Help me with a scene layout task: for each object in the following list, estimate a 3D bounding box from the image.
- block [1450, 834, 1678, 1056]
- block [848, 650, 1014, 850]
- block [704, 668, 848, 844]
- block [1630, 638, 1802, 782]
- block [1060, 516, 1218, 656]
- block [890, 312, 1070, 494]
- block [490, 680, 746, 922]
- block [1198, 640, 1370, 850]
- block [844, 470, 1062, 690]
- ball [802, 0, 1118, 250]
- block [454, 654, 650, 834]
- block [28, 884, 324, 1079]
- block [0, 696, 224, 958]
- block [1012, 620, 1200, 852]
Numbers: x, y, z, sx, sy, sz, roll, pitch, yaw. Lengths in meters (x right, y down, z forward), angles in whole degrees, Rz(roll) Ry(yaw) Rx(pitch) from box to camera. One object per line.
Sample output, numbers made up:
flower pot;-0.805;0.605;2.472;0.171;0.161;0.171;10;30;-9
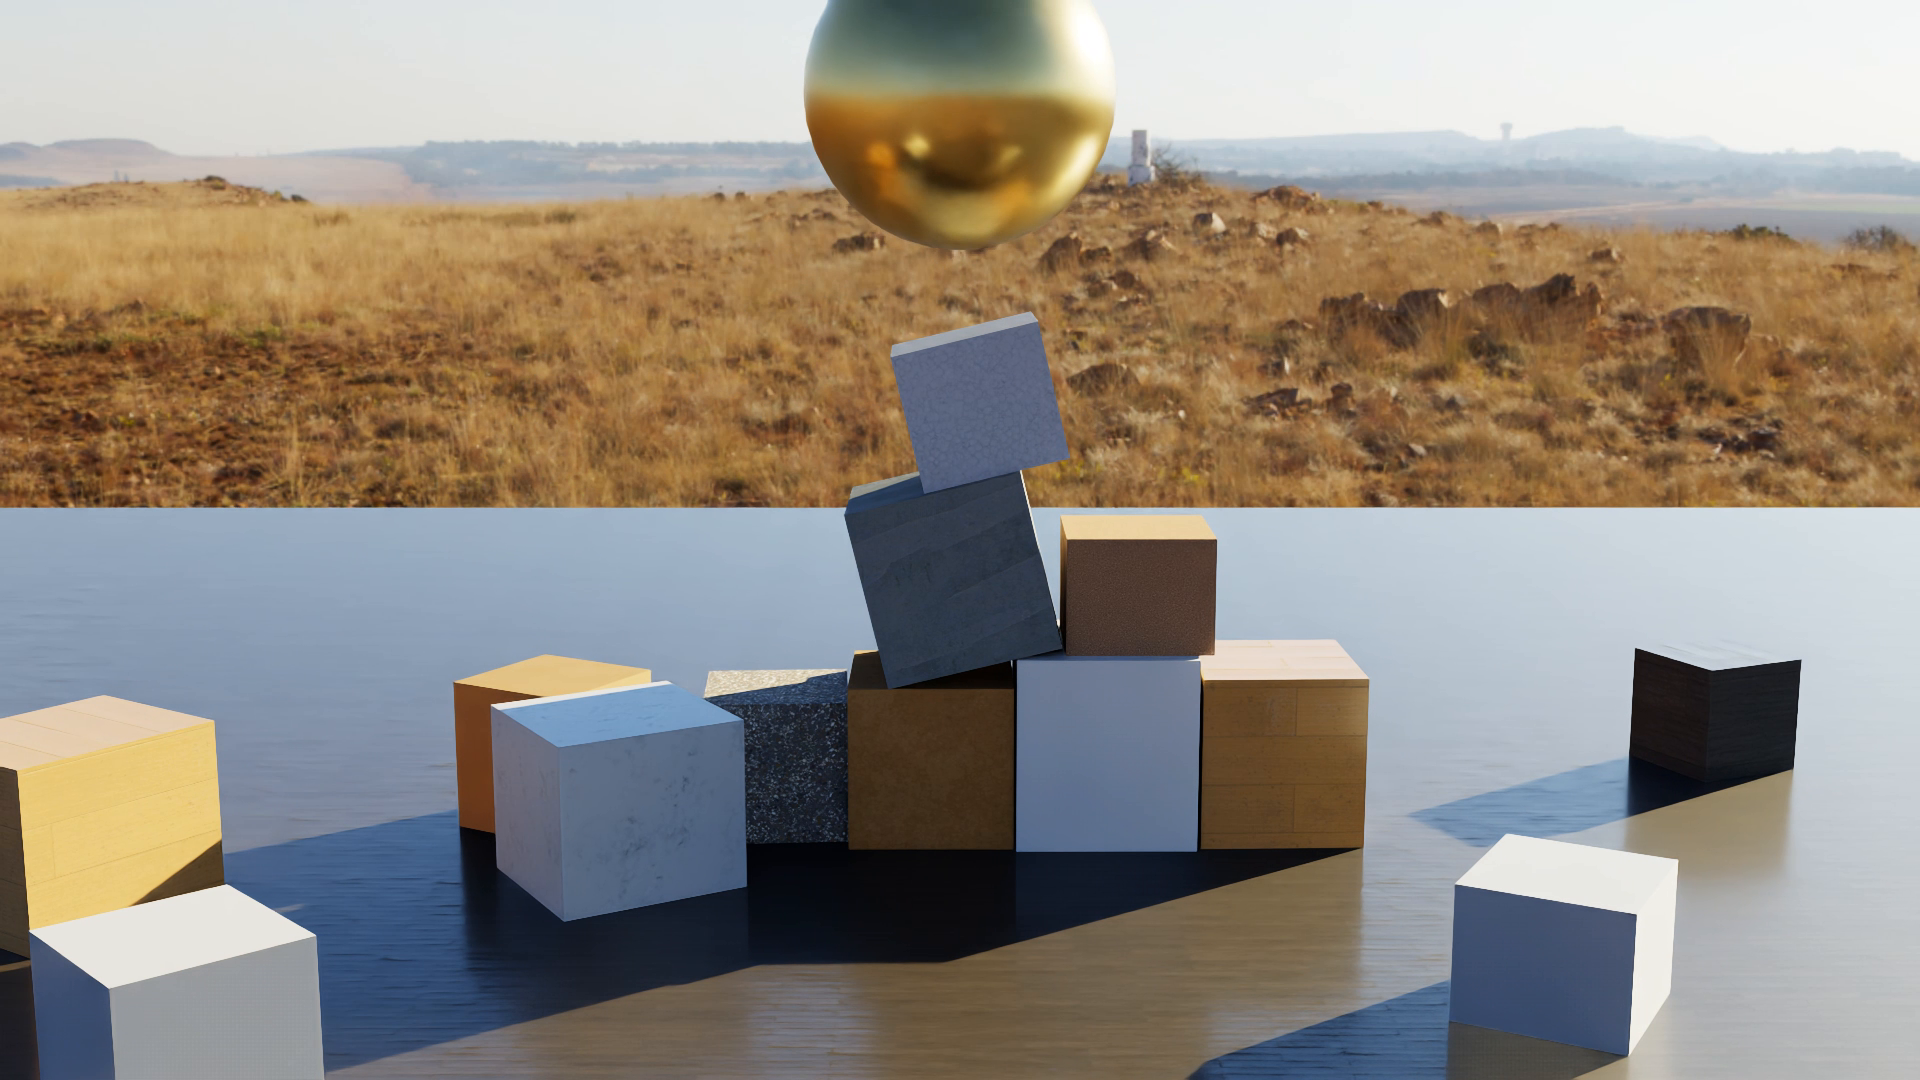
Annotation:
block;2.469;1.631;8.977;0.713;0.579;0.744;6;12;29
block;-0.146;1.070;11.369;0.825;0.827;0.841;0;10;0
block;-0.945;1.113;11.420;0.731;0.724;0.724;-1;10;-3
block;4.295;0.956;12.528;0.651;0.636;0.614;-5;11;-24
block;0.895;0.223;11.218;0.739;0.589;0.702;0;10;0
block;0.095;-0.702;11.049;0.736;0.689;0.676;-14;10;1
block;-1.640;1.223;10.545;0.921;0.820;0.889;-6;12;-31
block;1.606;1.041;11.398;0.823;0.873;0.874;0;10;-2
block;-0.030;0.128;11.220;0.884;0.898;0.891;-13;10;2
ball;0.000;-2.281;11.183;1.600;1.600;1.600;0;10;0
block;-2.109;1.082;11.467;0.713;0.768;0.716;6;12;29
block;-2.797;1.755;7.870;0.736;0.732;0.734;-9;14;-41
block;-4.093;1.287;10.115;0.846;0.849;0.999;7;12;34
block;0.732;0.993;11.368;0.905;0.980;0.934;0;10;0
